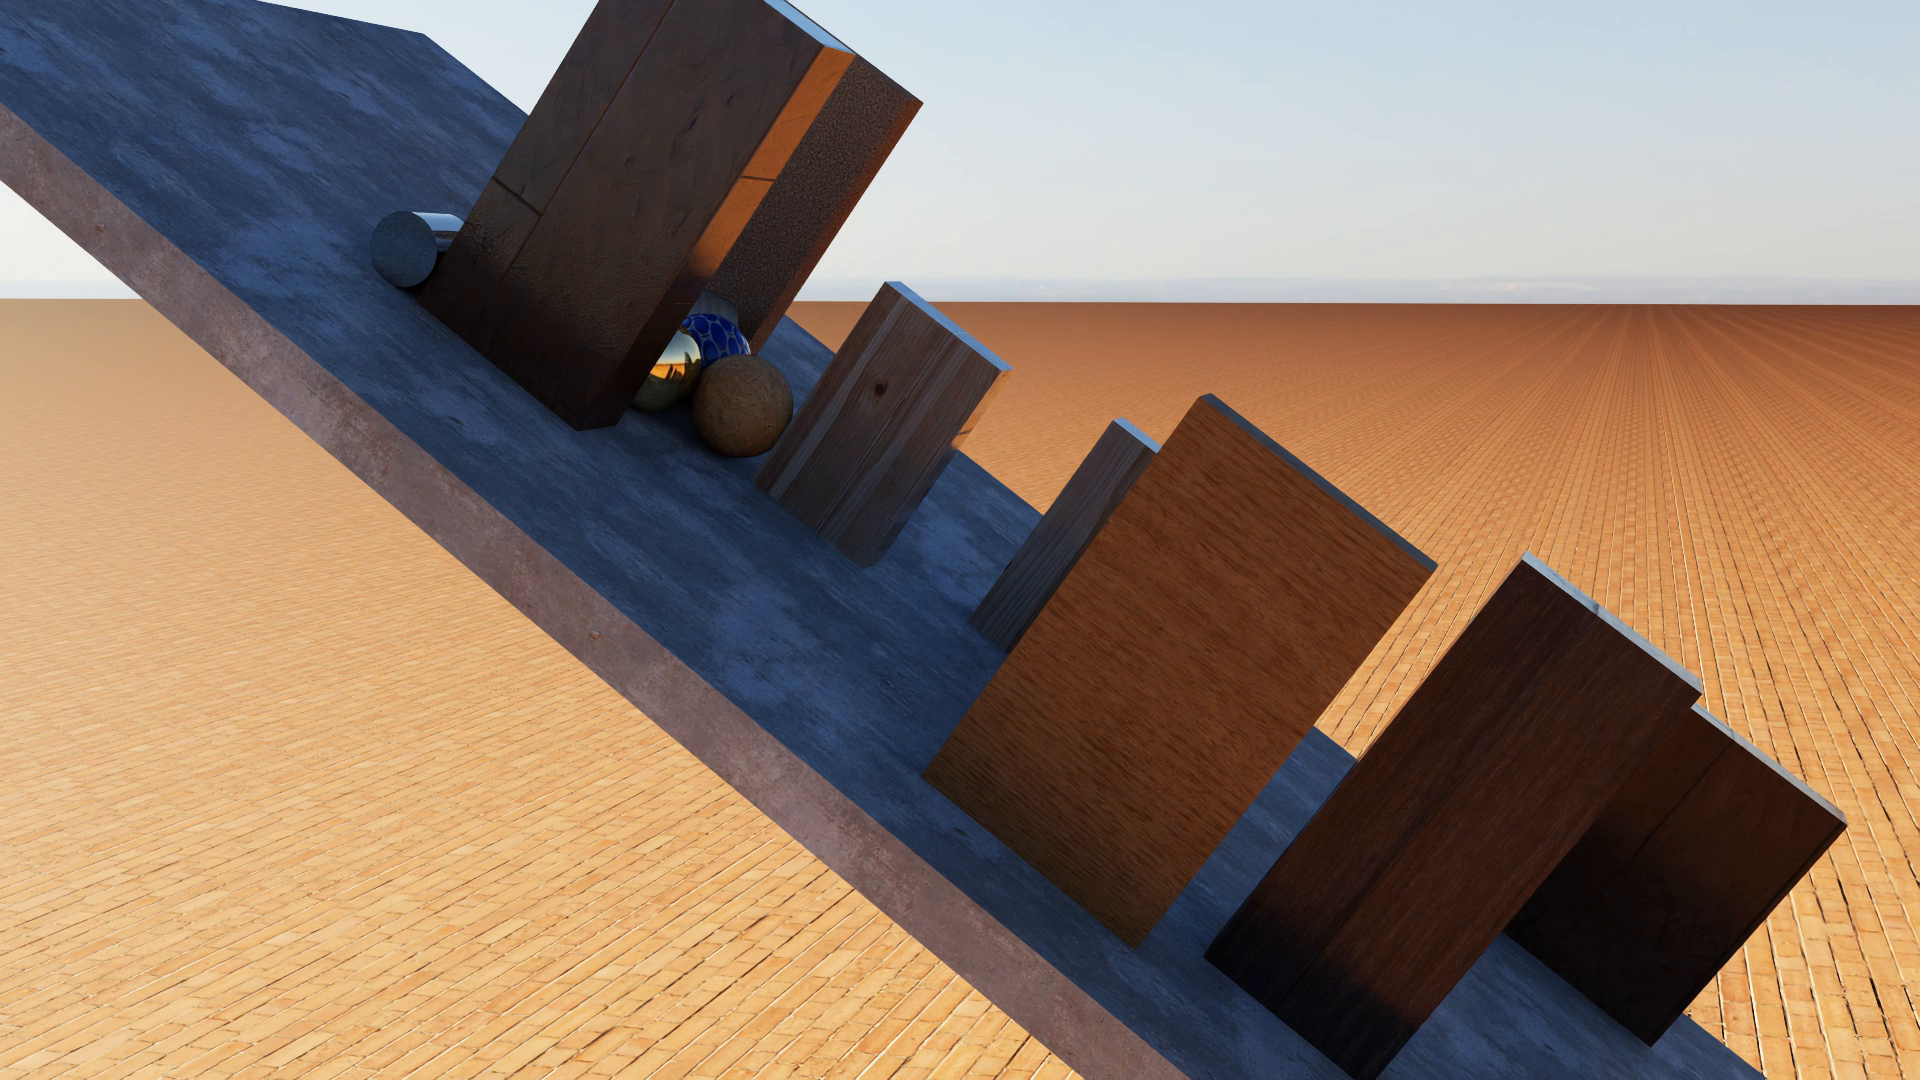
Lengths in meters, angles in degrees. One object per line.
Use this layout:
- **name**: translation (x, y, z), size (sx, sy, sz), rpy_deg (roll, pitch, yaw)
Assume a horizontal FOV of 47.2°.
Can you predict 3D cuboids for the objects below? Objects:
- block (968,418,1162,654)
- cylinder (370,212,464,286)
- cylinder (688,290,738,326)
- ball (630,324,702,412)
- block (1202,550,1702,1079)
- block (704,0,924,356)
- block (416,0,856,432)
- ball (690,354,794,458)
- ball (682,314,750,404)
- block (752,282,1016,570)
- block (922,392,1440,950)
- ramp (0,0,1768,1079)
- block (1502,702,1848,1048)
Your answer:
- **block**: translation (0.311, 0.086, 3.989), size (0.403, 0.464, 0.085), rpy_deg (38, 16, 10)
- **cylinder**: translation (-0.917, -0.496, 3.758), size (0.127, 0.127, 0.127), rpy_deg (2, 7, 17)
- **cylinder**: translation (-0.543, -0.419, 4.248), size (0.162, 0.162, 0.162), rpy_deg (22, -9, -40)
- **ball**: translation (-0.547, -0.316, 3.918), size (0.173, 0.173, 0.173), rpy_deg (0, 7, 0)
- **block**: translation (0.727, 0.421, 3.289), size (0.312, 0.778, 0.118), rpy_deg (38, 16, 10)
- **block**: translation (-0.422, -0.694, 4.344), size (0.385, 0.678, 0.089), rpy_deg (38, 16, 10)
- **block**: translation (-0.544, -0.597, 3.652), size (0.364, 0.759, 0.146), rpy_deg (38, 16, 10)
- **ball**: translation (-0.395, -0.243, 3.983), size (0.189, 0.189, 0.189), rpy_deg (0, 7, 0)
- **ball**: translation (-0.479, -0.336, 4.115), size (0.175, 0.175, 0.175), rpy_deg (0, 7, 0)
- **block**: translation (-0.141, -0.206, 3.943), size (0.264, 0.441, 0.086), rpy_deg (38, 16, 10)
- **block**: translation (0.311, 0.195, 3.210), size (0.408, 0.710, 0.092), rpy_deg (38, 16, 10)
- **ramp**: translation (-0.075, 0.141, 4.075), size (4.000, 0.100, 2.000), rpy_deg (38, 16, 10)
- **block**: translation (1.383, 0.637, 4.382), size (0.443, 0.588, 0.117), rpy_deg (38, 16, 10)
